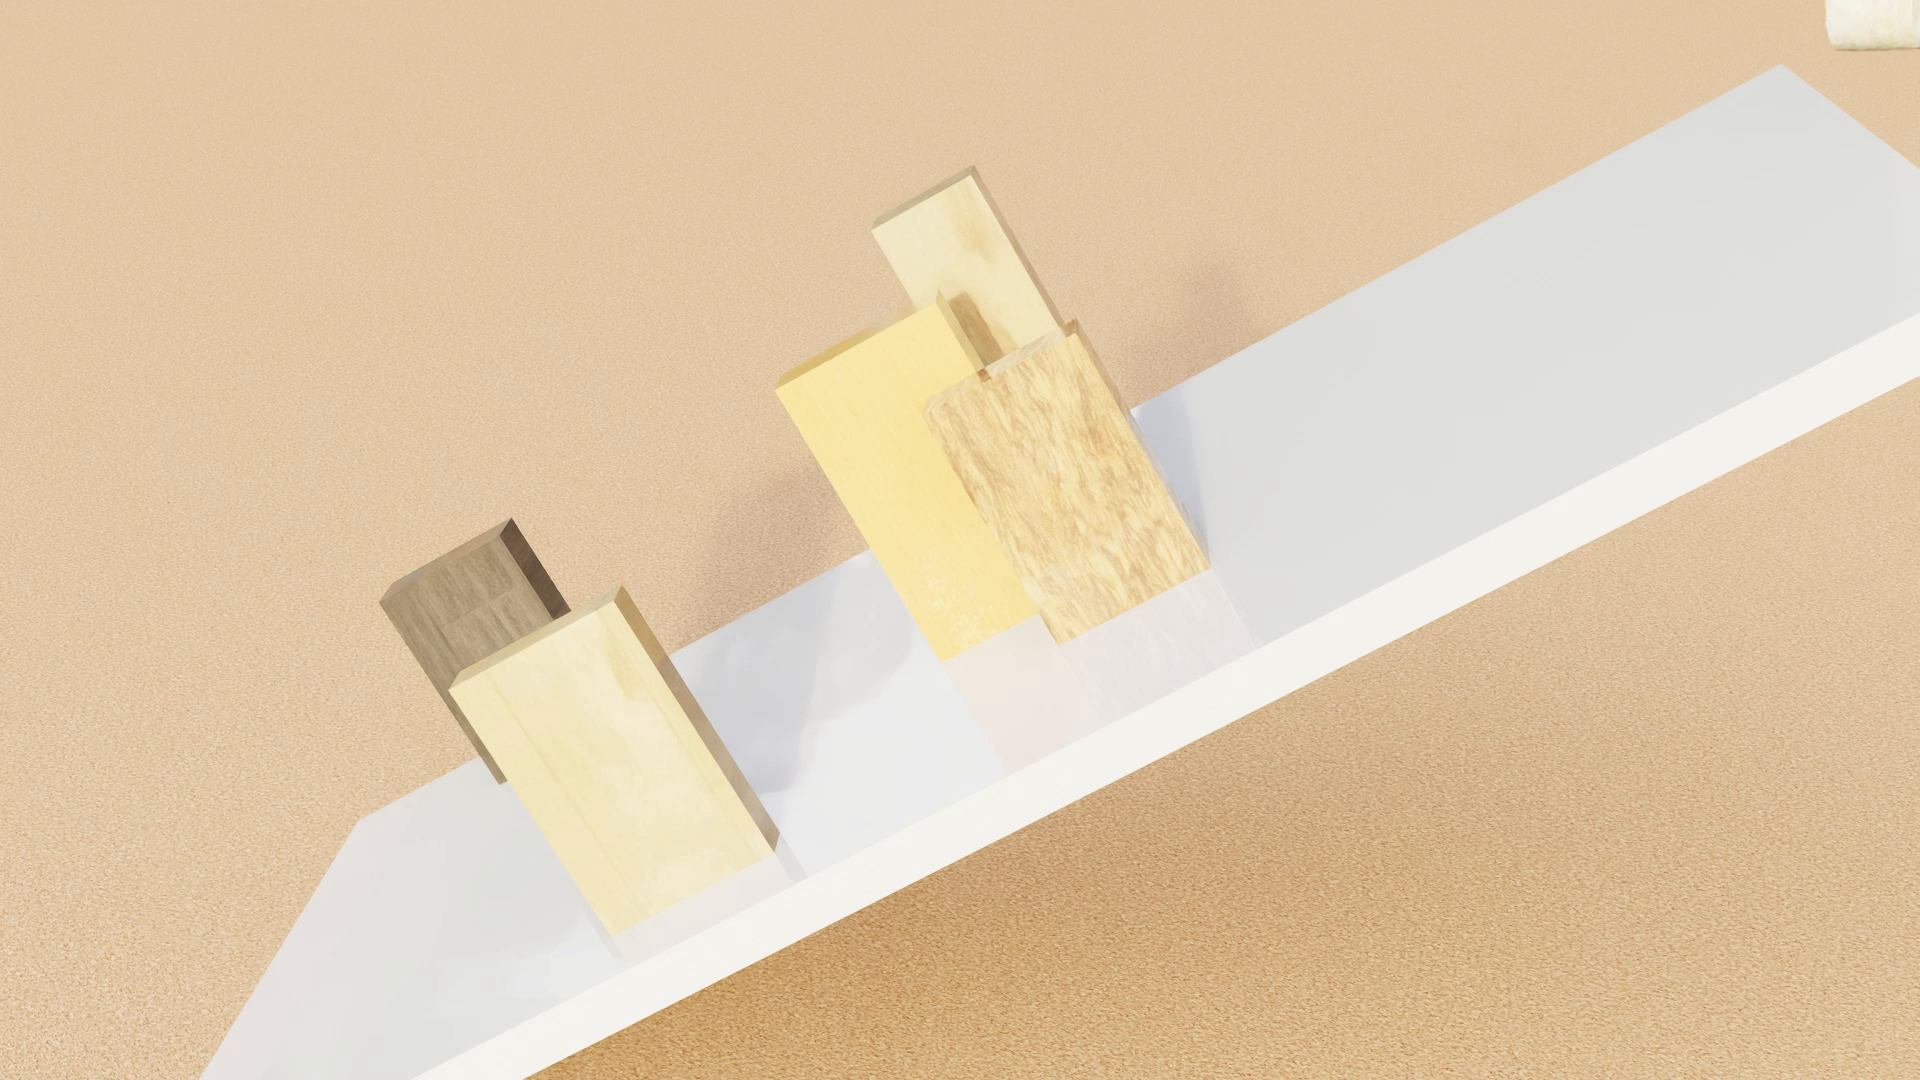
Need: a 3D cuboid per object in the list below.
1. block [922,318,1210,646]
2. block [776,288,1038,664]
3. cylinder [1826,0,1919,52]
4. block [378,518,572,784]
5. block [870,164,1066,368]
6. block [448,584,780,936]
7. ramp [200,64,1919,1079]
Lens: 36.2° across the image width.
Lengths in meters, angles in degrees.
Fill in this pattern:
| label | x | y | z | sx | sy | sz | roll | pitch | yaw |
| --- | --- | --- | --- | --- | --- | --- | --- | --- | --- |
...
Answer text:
| label | x | y | z | sx | sy | sz | roll | pitch | yaw |
| --- | --- | --- | --- | --- | --- | --- | --- | --- | --- |
| block | 0.211 | -0.112 | 5.785 | 0.342 | 0.542 | 0.122 | -28 | 15 | 12 |
| block | -0.042 | -0.128 | 6.078 | 0.377 | 0.676 | 0.119 | -28 | 15 | 12 |
| cylinder | 1.875 | -1.083 | 5.975 | 0.175 | 0.175 | 0.175 | 5 | 18 | 35 |
| block | -1.105 | 0.272 | 7.149 | 0.347 | 0.540 | 0.145 | -28 | 15 | 12 |
| block | 0.117 | -0.411 | 6.466 | 0.249 | 0.797 | 0.121 | -28 | 15 | 12 |
| block | -0.658 | 0.426 | 5.640 | 0.371 | 0.584 | 0.098 | -28 | 15 | 12 |
| ramp | 0.142 | 0.168 | 6.284 | 4.000 | 0.100 | 2.000 | -28 | 15 | 12 |
